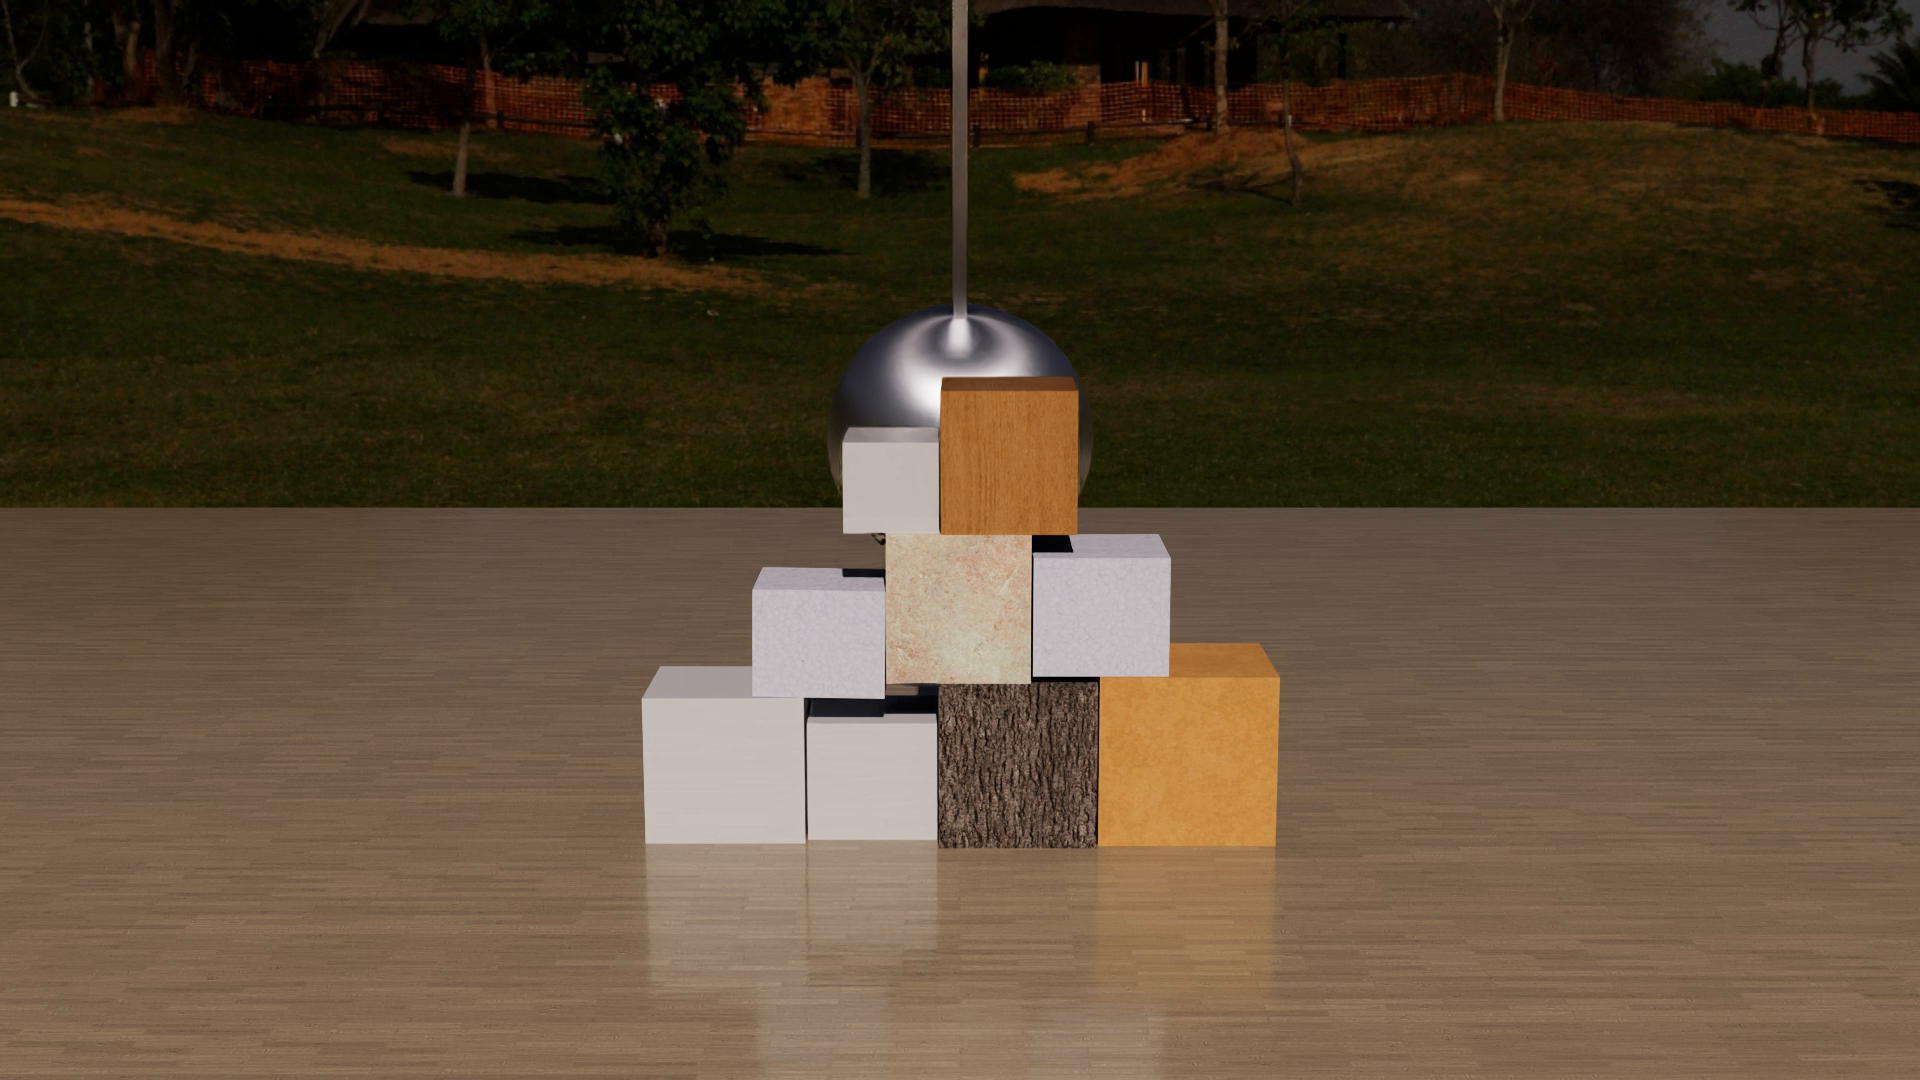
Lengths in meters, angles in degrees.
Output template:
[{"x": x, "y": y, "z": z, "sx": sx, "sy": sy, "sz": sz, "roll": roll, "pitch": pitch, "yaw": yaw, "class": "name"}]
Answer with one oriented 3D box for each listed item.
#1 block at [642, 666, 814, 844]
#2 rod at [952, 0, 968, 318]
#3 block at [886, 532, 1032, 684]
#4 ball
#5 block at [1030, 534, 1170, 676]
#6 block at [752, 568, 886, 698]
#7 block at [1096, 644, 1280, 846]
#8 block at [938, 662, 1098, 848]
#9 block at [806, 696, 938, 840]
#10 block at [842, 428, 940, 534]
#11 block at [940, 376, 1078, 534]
[{"x": -1.186, "y": 1.102, "z": 11.394, "sx": 0.808, "sy": 0.754, "sz": 0.687, "roll": 0, "pitch": 10, "yaw": 0, "class": "block"}, {"x": 0.000, "y": -3.544, "z": 11.450, "sx": 0.080, "sy": 5.200, "sz": 0.080, "roll": 0, "pitch": 31, "yaw": 0, "class": "rod"}, {"x": -0.007, "y": 0.284, "z": 11.252, "sx": 0.721, "sy": 0.752, "sz": 0.706, "roll": 0, "pitch": 10, "yaw": 0, "class": "block"}, {"x": 0.000, "y": -0.615, "z": 13.177, "sx": 1.600, "sy": 1.600, "sz": 1.600, "roll": 0, "pitch": 10, "yaw": 0, "class": "ball"}, {"x": 0.702, "y": 0.325, "z": 11.229, "sx": 0.677, "sy": 0.598, "sz": 0.679, "roll": 0, "pitch": 10, "yaw": 0, "class": "block"}, {"x": -0.704, "y": 0.468, "z": 11.251, "sx": 0.662, "sy": 0.547, "sz": 0.586, "roll": 1, "pitch": 10, "yaw": 0, "class": "block"}, {"x": 1.143, "y": 1.045, "z": 11.377, "sx": 0.895, "sy": 0.873, "sz": 0.759, "roll": 0, "pitch": 10, "yaw": 0, "class": "block"}, {"x": 0.290, "y": 1.070, "z": 11.357, "sx": 0.791, "sy": 0.832, "sz": 0.783, "roll": 0, "pitch": 10, "yaw": 0, "class": "block"}, {"x": -0.444, "y": 1.173, "z": 11.410, "sx": 0.656, "sy": 0.610, "sz": 0.572, "roll": 0, "pitch": 10, "yaw": 0, "class": "block"}, {"x": -0.341, "y": -0.306, "z": 11.127, "sx": 0.474, "sy": 0.454, "sz": 0.560, "roll": 0, "pitch": 10, "yaw": 0, "class": "block"}, {"x": 0.242, "y": -0.434, "z": 11.107, "sx": 0.672, "sy": 0.713, "sz": 0.651, "roll": 0, "pitch": 10, "yaw": 0, "class": "block"}]
